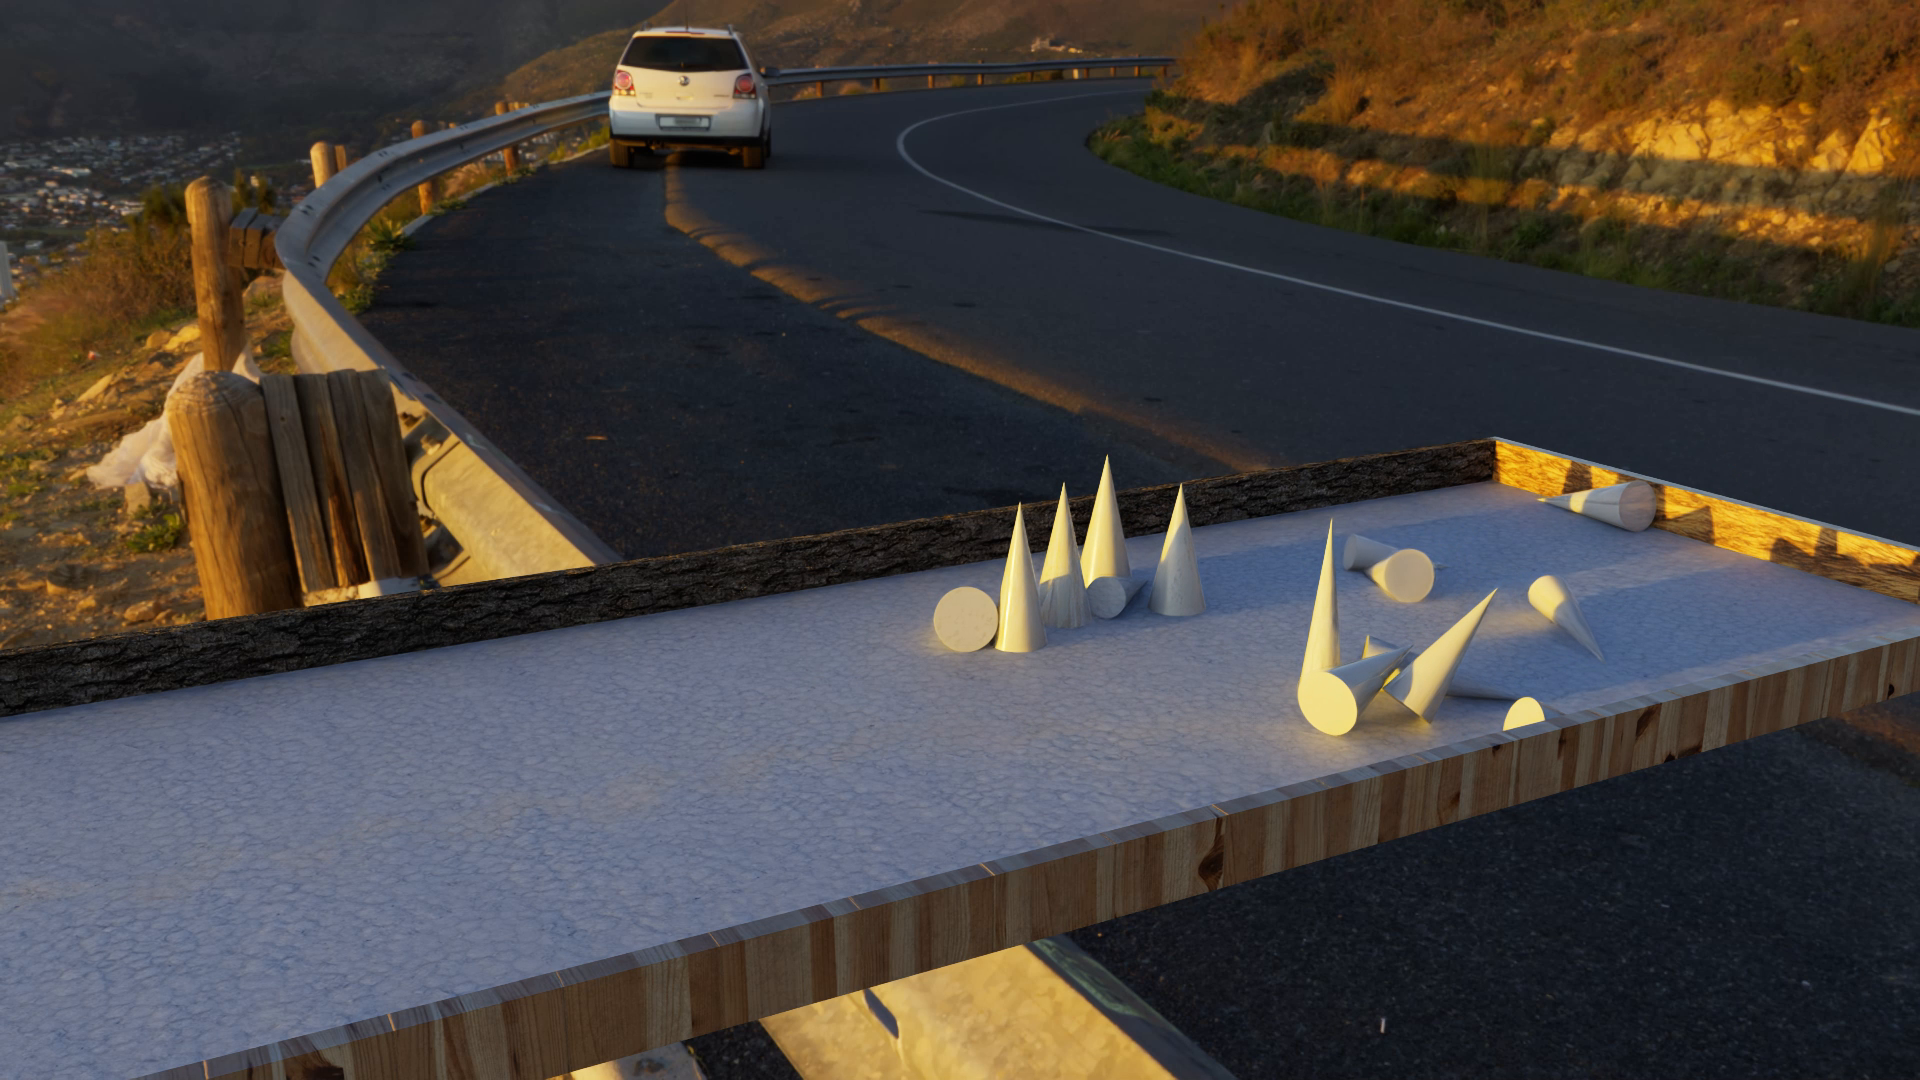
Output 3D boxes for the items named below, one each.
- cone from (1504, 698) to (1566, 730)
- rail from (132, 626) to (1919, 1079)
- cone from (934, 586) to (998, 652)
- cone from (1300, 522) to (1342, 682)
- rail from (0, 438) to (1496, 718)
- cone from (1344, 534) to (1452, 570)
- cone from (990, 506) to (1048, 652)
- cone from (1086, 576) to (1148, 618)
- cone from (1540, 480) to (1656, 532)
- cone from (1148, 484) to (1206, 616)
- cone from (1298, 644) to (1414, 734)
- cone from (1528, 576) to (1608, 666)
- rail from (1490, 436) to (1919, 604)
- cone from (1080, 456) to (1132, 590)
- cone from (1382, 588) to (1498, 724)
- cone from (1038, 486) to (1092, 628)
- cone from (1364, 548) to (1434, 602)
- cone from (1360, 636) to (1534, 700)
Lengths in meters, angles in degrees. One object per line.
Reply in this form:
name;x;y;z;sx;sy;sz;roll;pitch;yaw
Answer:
cone;1.402;0.453;3.680;0.333;0.156;0.156;10;14;-14
rail;-2.336;1.006;1.665;12.000;0.150;0.050;-9;18;-27
cone;-0.016;0.205;4.509;0.173;0.173;0.333;-3;2;-11
cone;0.901;0.154;4.059;0.106;0.435;0.106;0;16;0
rail;-3.305;0.497;3.399;12.000;0.150;0.050;-9;18;-27
cone;1.355;0.062;5.045;0.335;0.112;0.112;9;16;-5
cone;0.157;0.086;4.369;0.157;0.391;0.157;0;16;0
cone;0.487;0.139;4.779;0.118;0.118;0.388;7;9;24
cone;2.140;-0.128;5.641;0.171;0.171;0.449;-8;7;-24
cone;0.618;0.015;4.658;0.168;0.364;0.168;0;16;0
cone;0.982;0.316;3.927;0.157;0.157;0.395;15;29;42
cone;1.664;0.236;4.453;0.110;0.110;0.438;0;24;-1
rail;2.466;-0.048;5.253;0.050;0.150;2.100;-9;18;-27
cone;0.428;-0.058;4.844;0.176;0.400;0.176;0;16;0
cone;1.152;0.251;3.863;0.138;0.350;0.138;37;3;-2
cone;0.284;0.029;4.556;0.169;0.395;0.169;0;16;0
cone;1.261;0.099;4.884;0.156;0.156;0.303;-3;2;-11
cone;1.206;0.349;4.045;0.437;0.139;0.139;12;18;9
